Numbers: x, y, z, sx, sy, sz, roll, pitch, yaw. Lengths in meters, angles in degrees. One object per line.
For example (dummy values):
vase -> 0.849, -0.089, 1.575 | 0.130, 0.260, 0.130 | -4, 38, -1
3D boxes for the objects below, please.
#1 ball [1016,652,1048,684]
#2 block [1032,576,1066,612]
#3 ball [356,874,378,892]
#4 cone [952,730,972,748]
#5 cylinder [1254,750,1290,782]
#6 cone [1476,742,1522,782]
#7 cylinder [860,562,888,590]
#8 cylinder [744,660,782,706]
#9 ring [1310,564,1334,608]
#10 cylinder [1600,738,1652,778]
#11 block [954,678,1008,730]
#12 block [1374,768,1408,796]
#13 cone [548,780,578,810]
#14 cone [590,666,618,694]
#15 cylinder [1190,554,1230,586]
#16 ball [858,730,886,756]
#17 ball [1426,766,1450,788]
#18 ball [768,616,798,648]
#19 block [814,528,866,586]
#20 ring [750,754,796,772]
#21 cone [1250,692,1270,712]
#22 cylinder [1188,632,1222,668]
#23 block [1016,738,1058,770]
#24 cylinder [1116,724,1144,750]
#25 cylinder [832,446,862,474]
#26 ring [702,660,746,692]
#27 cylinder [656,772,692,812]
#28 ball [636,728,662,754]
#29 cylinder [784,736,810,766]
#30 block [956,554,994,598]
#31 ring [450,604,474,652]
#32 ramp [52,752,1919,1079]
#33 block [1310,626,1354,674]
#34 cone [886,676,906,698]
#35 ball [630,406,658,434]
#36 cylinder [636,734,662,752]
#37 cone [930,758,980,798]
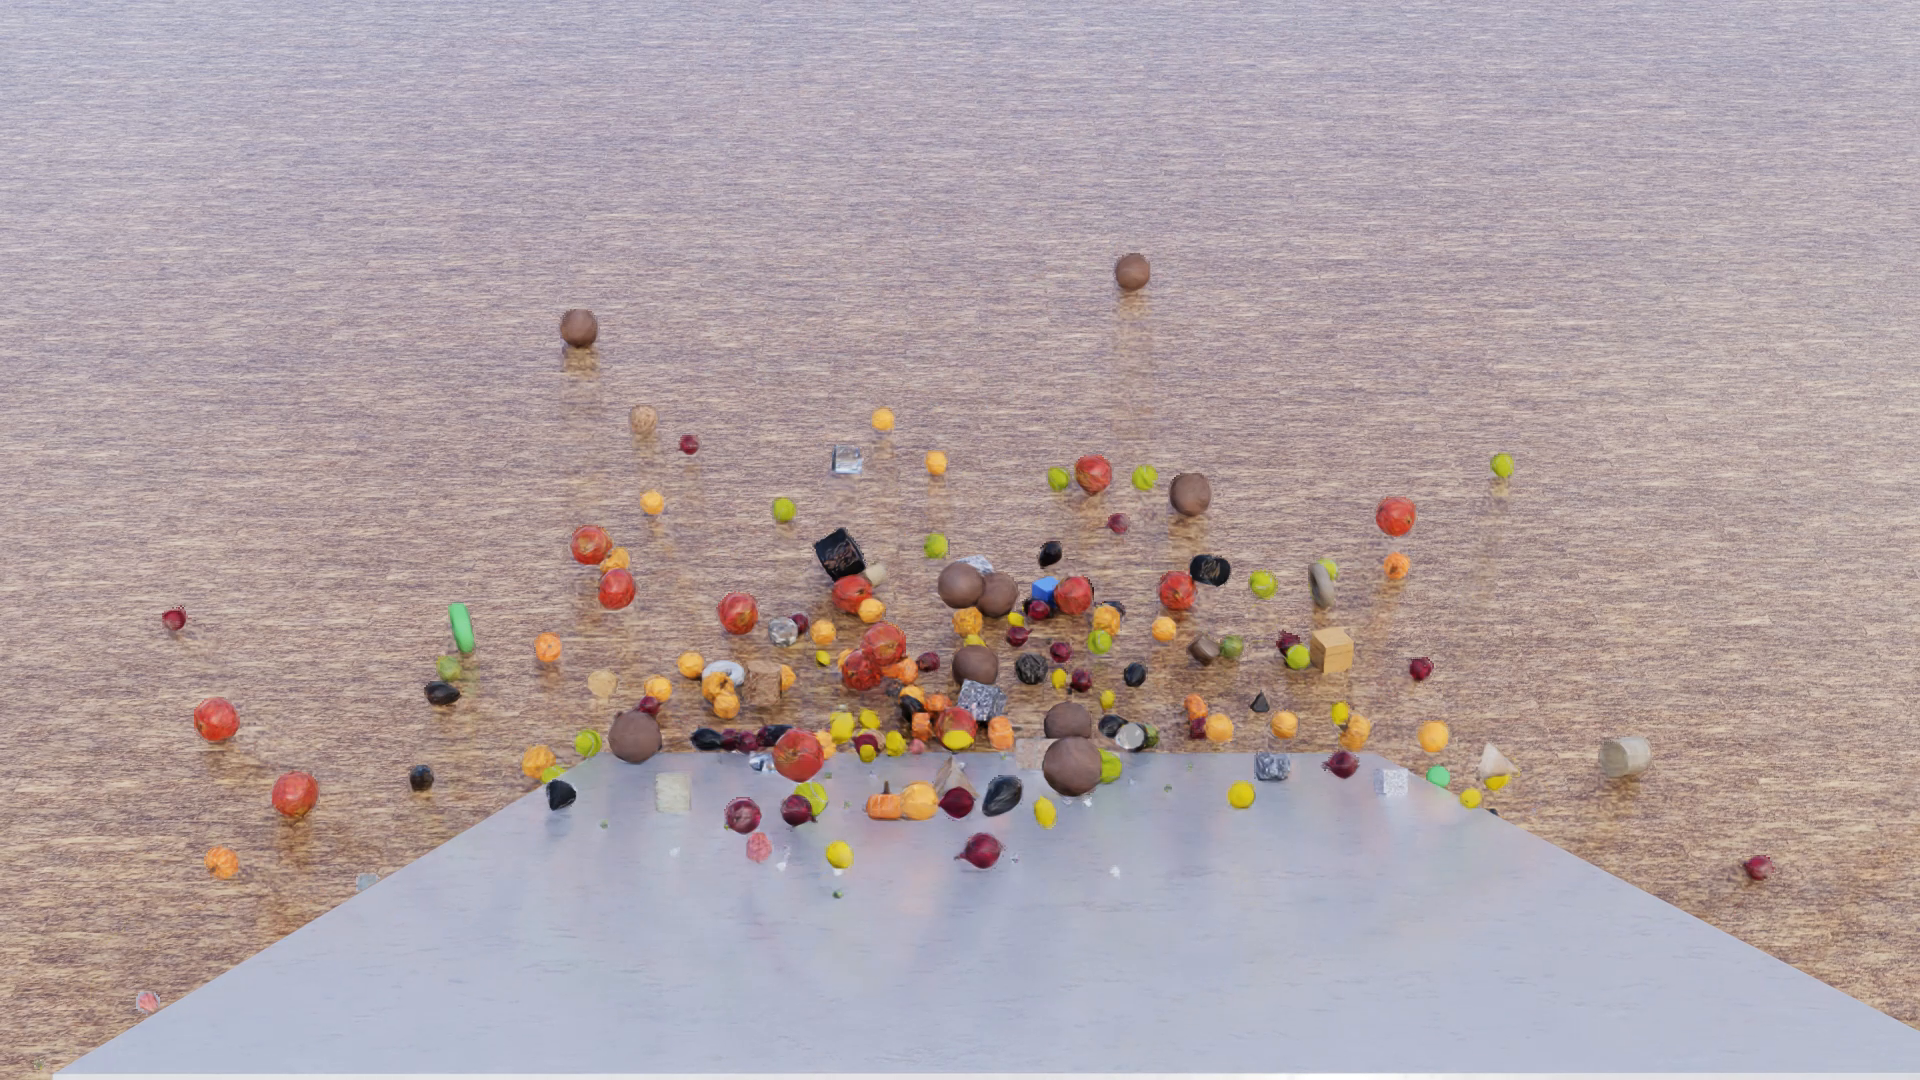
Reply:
ball -> 0.196, 0.351, 7.082 | 0.089, 0.089, 0.089 | 0, 30, 0
block -> 0.256, 0.155, 7.447 | 0.066, 0.066, 0.066 | -21, 36, -32
ball -> -1.437, 0.837, 6.279 | 0.051, 0.051, 0.051 | 0, 30, 0
cone -> -0.001, 0.524, 6.849 | 0.052, 0.052, 0.052 | -10, 5, -16
cylinder -> 0.709, 0.516, 5.879 | 0.061, 0.061, 0.061 | 19, 28, -10
cone -> 1.166, 0.488, 5.569 | 0.089, 0.089, 0.089 | 13, 33, 19
cylinder -> -0.248, 0.105, 7.497 | 0.060, 0.060, 0.060 | -32, 41, -25
cylinder -> -0.529, 0.385, 6.957 | 0.095, 0.095, 0.095 | 5, 17, -2
ring -> 1.038, 0.130, 7.426 | 0.043, 0.130, 0.130 | -14, 32, -5
cylinder -> 1.721, 0.561, 6.688 | 0.092, 0.092, 0.092 | -6, 28, -37
block -> 0.055, 0.438, 6.886 | 0.096, 0.096, 0.096 | 14, 77, 23
block -> 0.928, 0.521, 5.583 | 0.055, 0.055, 0.055 | 0, 0, -16
cone -> -0.822, 0.534, 5.267 | 0.065, 0.065, 0.065 | 12, 53, 19
cone -> -0.973, 0.377, 7.068 | 0.078, 0.078, 0.078 | -4, 7, -7
cylinder -> 0.713, 0.085, 7.369 | 0.081, 0.081, 0.081 | -19, 16, -30
ball -> -0.222, 0.514, 6.557 | 0.069, 0.069, 0.069 | 0, 30, 0
ball -> 1.099, 0.545, 5.948 | 0.054, 0.054, 0.054 | 0, 30, 0
ball -> -0.495, 0.258, 7.246 | 0.086, 0.086, 0.086 | 0, 30, 0
block -> -0.348, 0.049, 7.502 | 0.099, 0.099, 0.099 | -32, 40, 4
ring -> -0.445, 0.531, 6.151 | 0.109, 0.036, 0.109 | 1, -1, 0
cone -> 0.812, 0.429, 6.983 | 0.054, 0.054, 0.054 | 0, 30, 0
cylinder -> 0.676, 0.304, 7.158 | 0.067, 0.067, 0.067 | 43, 37, -2
block -> 0.186, 0.513, 6.207 | 0.071, 0.071, 0.071 | 0, 0, -45
cylinder -> 0.400, 0.462, 6.092 | 0.060, 0.060, 0.060 | -2, -5, -3
cylinder -> -0.352, -0.249, 8.113 | 0.081, 0.081, 0.081 | 4, 30, 9
ring -> -0.649, 0.373, 7.094 | 0.121, 0.040, 0.121 | 1, 31, -1
cylinder -> -0.583, 0.512, 5.258 | 0.072, 0.072, 0.072 | 0, 0, 0
ball -> -0.801, 0.516, 6.656 | 0.066, 0.066, 0.066 | 0, 30, 0
cylinder -> -0.397, 0.516, 6.312 | 0.066, 0.066, 0.066 | 0, 0, 0
block -> 0.042, 0.104, 7.517 | 0.083, 0.083, 0.083 | -13, 32, -21
ring -> -1.387, 0.247, 7.207 | 0.047, 0.140, 0.140 | -16, 33, -14
ramp -> 0.067, 0.598, 4.657 | 2.000, 0.100, 4.000 | 0, 0, 0
block -> 1.029, 0.305, 7.164 | 0.087, 0.087, 0.087 | -10, 32, -17
cone -> -0.174, 0.389, 7.047 | 0.059, 0.059, 0.059 | 0, 30, 0
ball -> -1.022, -0.388, 8.364 | 0.090, 0.090, 0.090 | 0, 30, 0
cylinder -> -0.818, 0.529, 6.809 | 0.052, 0.052, 0.052 | -4, 28, -28
cone -> 0.002, 0.527, 5.517 | 0.095, 0.095, 0.095 | 27, 29, -9
